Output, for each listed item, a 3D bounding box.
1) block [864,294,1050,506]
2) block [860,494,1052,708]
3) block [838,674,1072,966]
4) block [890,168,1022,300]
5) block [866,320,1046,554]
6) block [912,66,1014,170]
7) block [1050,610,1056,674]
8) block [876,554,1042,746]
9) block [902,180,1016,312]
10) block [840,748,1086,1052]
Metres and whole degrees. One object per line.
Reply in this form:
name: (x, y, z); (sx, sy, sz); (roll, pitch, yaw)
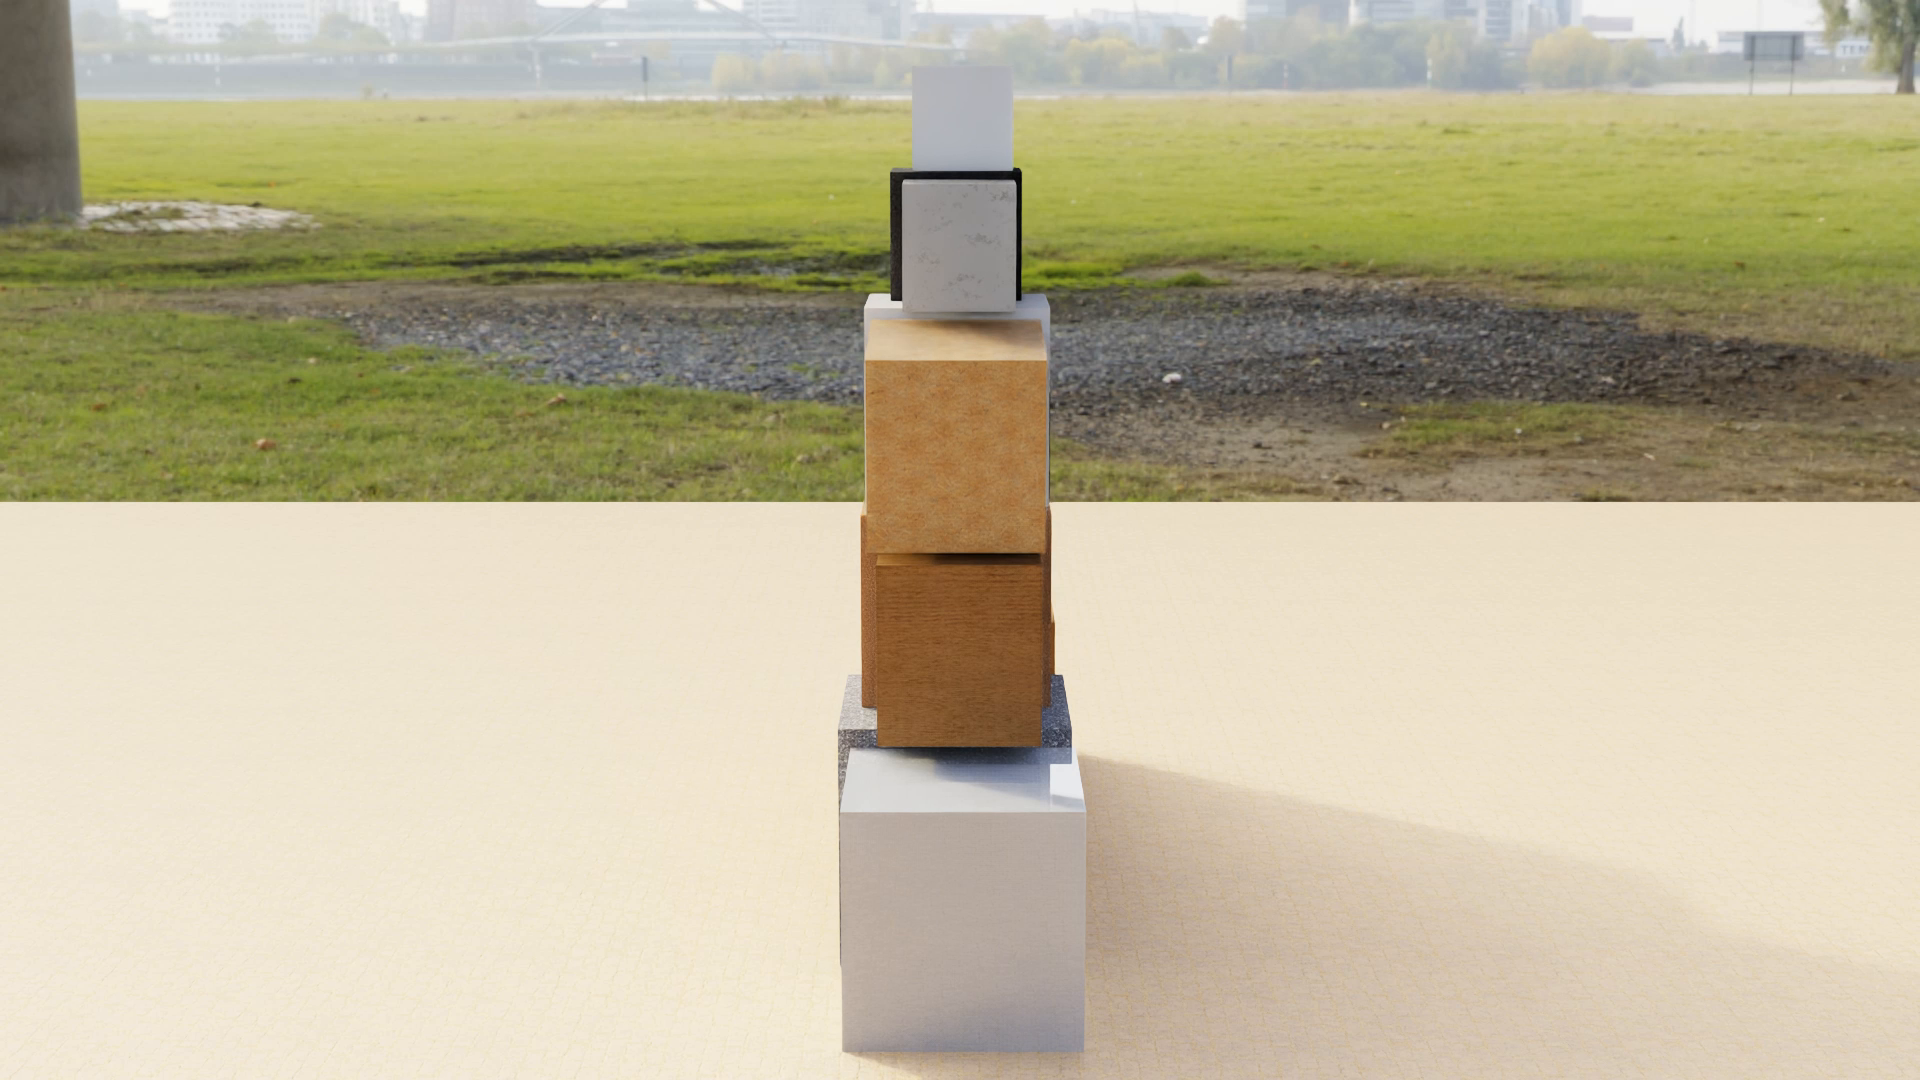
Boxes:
block: (-0.011, -0.597, 10.736); (0.750, 0.809, 0.688); (0, 10, 0)
block: (-0.015, 0.219, 10.711); (0.766, 0.788, 0.790); (0, 10, 0)
block: (-0.020, 1.137, 10.590); (0.918, 0.974, 0.931); (0, 10, 0)
block: (-0.017, -1.298, 10.848); (0.543, 0.531, 0.497); (0, 10, 0)
block: (-0.015, -0.416, 10.007); (0.677, 0.754, 0.715); (0, 17, 0)
block: (0.011, -1.786, 10.848); (0.419, 0.430, 0.427); (0, 10, 0)
block: (0.018, 0.748, 13.047); (0.895, 0.861, 0.905); (0, 10, 0)
block: (-0.003, 0.387, 10.022); (0.625, 0.704, 0.607); (0, 10, 0)
block: (-0.004, -1.194, 10.361); (0.450, 0.501, 0.480); (0, 10, 0)
block: (0.012, 1.337, 9.688); (0.881, 0.903, 0.896); (0, 10, 0)
